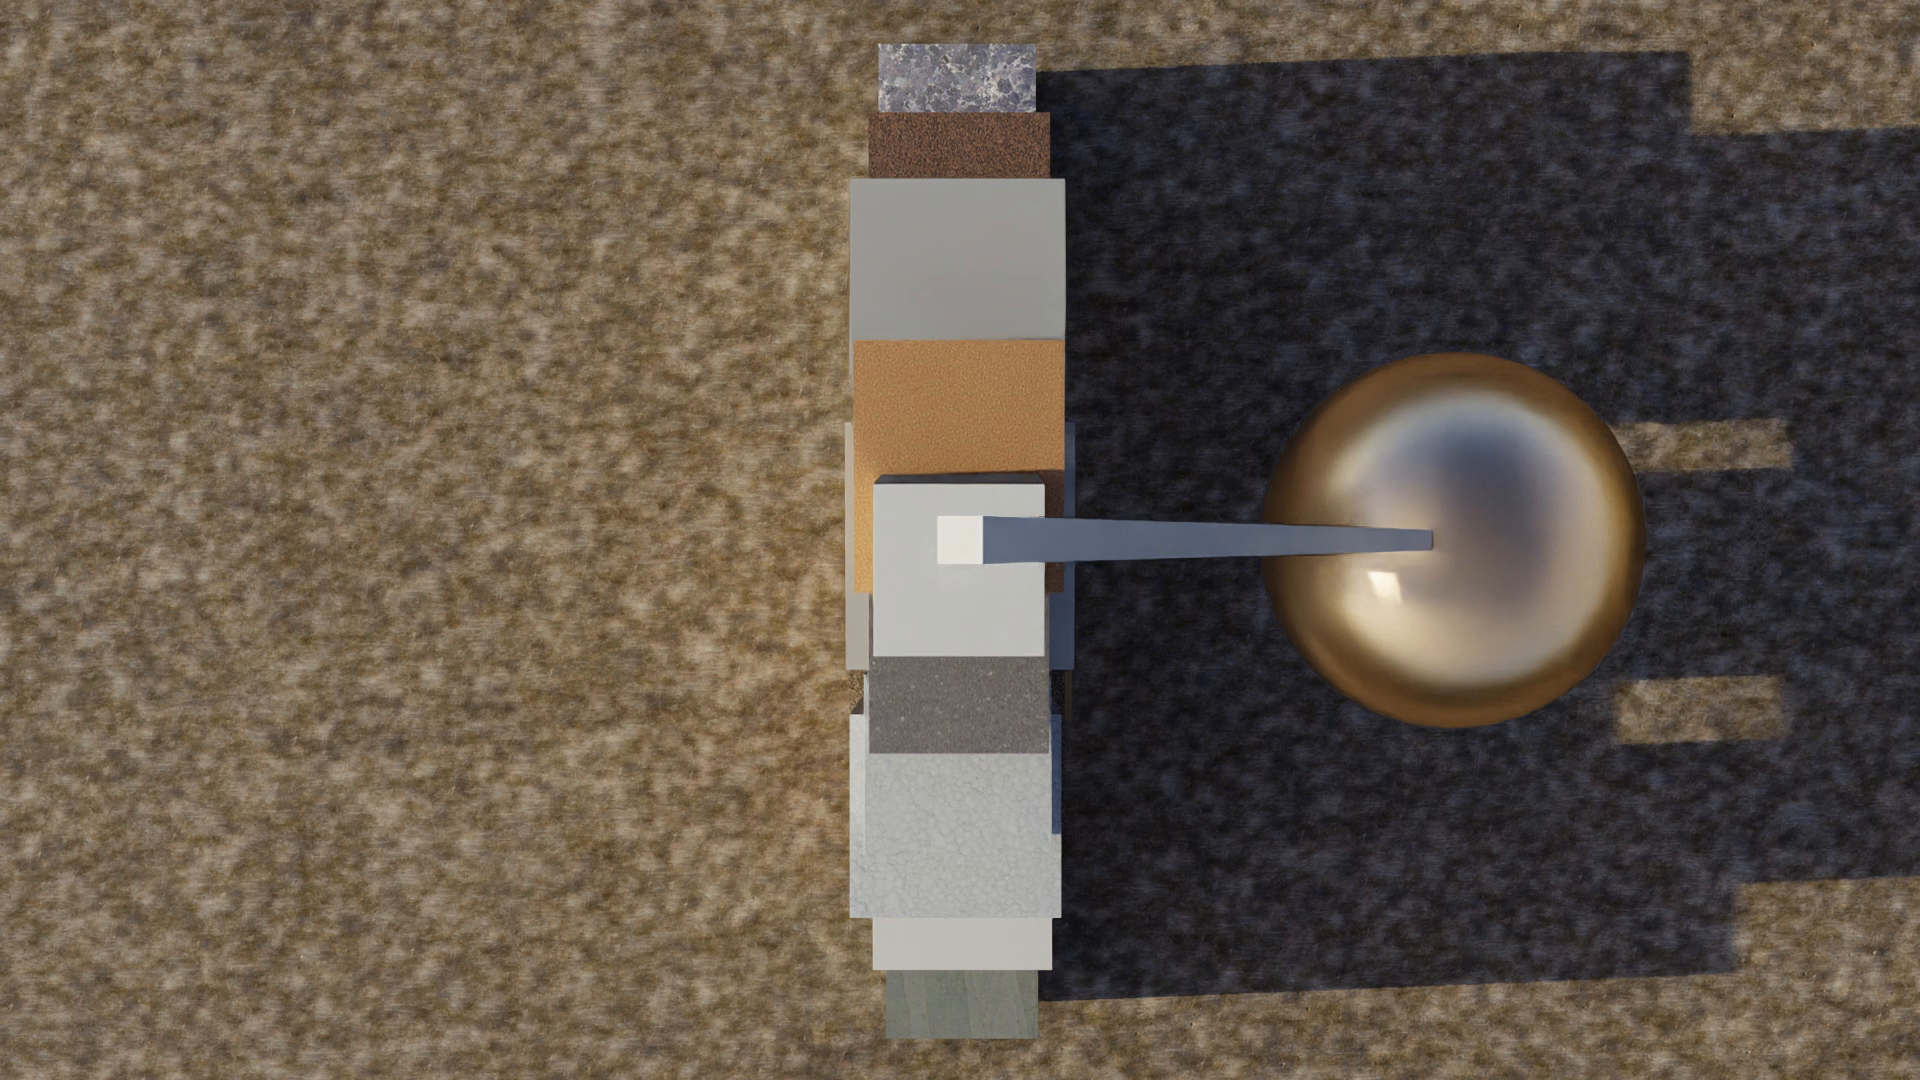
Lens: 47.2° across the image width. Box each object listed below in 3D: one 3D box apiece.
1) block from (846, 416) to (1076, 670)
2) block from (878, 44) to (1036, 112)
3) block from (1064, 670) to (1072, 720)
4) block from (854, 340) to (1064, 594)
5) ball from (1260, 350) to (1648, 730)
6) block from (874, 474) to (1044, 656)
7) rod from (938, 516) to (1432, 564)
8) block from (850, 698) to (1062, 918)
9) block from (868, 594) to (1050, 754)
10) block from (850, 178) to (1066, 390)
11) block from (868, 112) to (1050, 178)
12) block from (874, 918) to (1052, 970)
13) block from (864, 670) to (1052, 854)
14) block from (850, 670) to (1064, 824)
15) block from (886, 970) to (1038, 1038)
[{"bbox_3d":[0.000,-0.010,9.372,0.931,0.878,1.009,0,95,0],"label":"block"},{"bbox_3d":[-0.015,-2.301,12.554,0.865,0.892,0.861,0,90,0],"label":"block"},{"bbox_3d":[0.014,0.377,12.386,1.171,1.228,1.177,0,90,0],"label":"block"},{"bbox_3d":[-0.004,-0.302,8.515,0.779,0.784,0.937,0,95,0],"label":"block"},{"bbox_3d":[2.074,0.000,9.321,1.600,1.600,1.600,0,90,0],"label":"ball"},{"bbox_3d":[-0.003,0.076,7.818,0.581,0.665,0.589,0,95,0],"label":"block"},{"bbox_3d":[0.899,0.000,6.131,0.080,5.200,0.080,0,90,20],"label":"rod"},{"bbox_3d":[-0.019,1.216,10.175,0.931,0.983,0.895,0,90,0],"label":"block"},{"bbox_3d":[-0.004,0.481,8.686,0.689,0.569,0.632,0,95,0],"label":"block"},{"bbox_3d":[-0.009,-1.026,9.424,0.883,0.845,0.823,0,83,0],"label":"block"},{"bbox_3d":[-0.004,-1.786,11.712,0.935,0.792,0.832,0,90,0],"label":"block"},{"bbox_3d":[0.014,1.788,11.631,0.912,0.838,0.815,0,89,0],"label":"block"},{"bbox_3d":[-0.009,0.926,9.376,0.774,0.614,0.744,0,90,0],"label":"block"},{"bbox_3d":[-0.014,0.911,11.219,1.044,1.106,0.929,0,90,0],"label":"block"},{"bbox_3d":[0.010,2.322,12.524,0.834,0.952,0.820,0,90,0],"label":"block"}]
